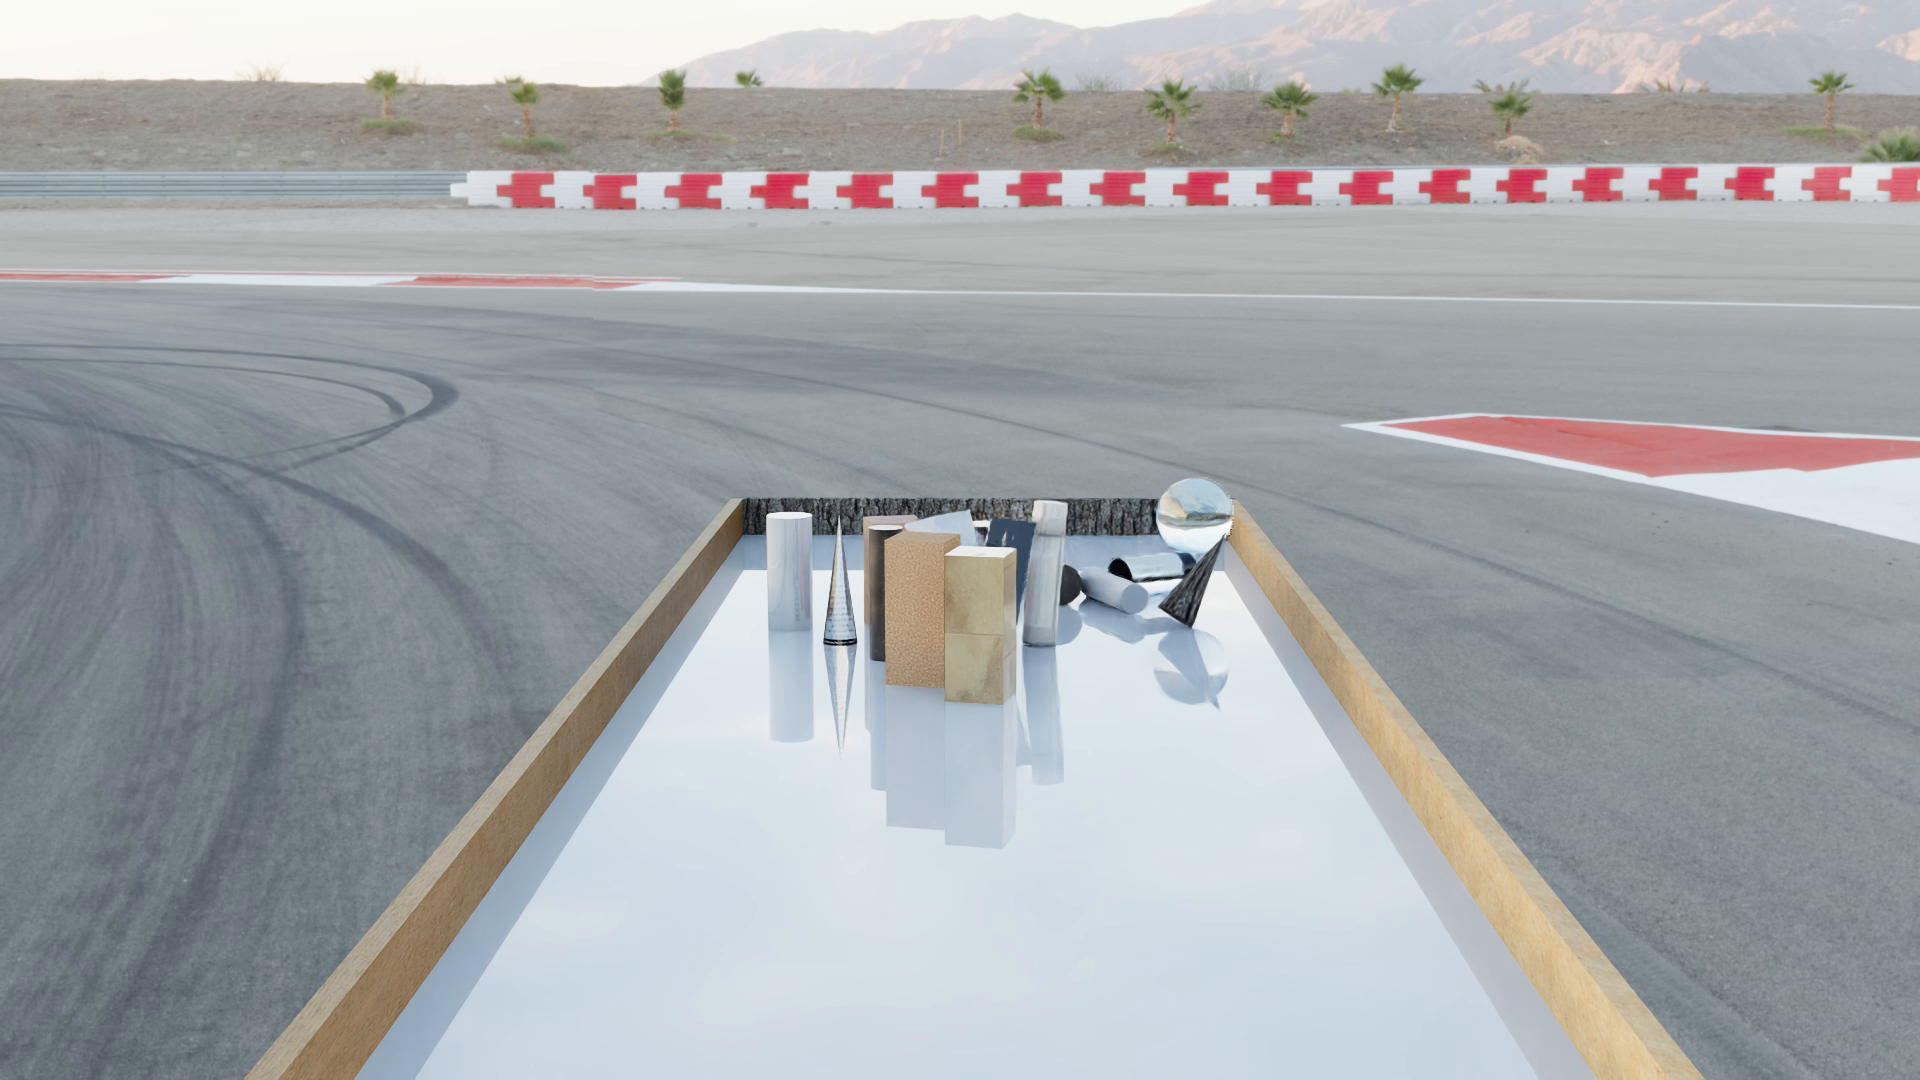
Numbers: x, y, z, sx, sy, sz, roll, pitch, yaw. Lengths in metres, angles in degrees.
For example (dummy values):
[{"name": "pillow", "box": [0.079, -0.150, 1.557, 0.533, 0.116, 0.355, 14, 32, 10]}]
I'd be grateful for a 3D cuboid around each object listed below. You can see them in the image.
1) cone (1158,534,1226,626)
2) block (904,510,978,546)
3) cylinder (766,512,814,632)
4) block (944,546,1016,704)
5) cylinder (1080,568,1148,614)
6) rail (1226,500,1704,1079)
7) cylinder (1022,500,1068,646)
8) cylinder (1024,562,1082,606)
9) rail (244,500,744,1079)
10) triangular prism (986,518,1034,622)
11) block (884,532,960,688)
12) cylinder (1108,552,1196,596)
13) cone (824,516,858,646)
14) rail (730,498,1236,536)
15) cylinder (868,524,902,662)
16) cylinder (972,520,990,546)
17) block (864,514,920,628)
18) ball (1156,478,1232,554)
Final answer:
[{"name": "cone", "box": [0.788, 0.113, 7.204, 0.132, 0.323, 0.132, 31, -4, 3]}, {"name": "block", "box": [-0.025, 0.129, 6.791, 0.147, 0.409, 0.147, -11, -3, -39]}, {"name": "cylinder", "box": [-0.555, 0.103, 7.177, 0.149, 0.370, 0.149, 0, 9, 0]}, {"name": "block", "box": [0.059, 0.237, 6.184, 0.168, 0.416, 0.168, 2, 9, 14]}, {"name": "cylinder", "box": [0.526, 0.173, 7.584, 0.104, 0.104, 0.356, -3, 10, -20]}, {"name": "rail", "box": [1.046, 0.843, 3.208, 0.050, 0.150, 12.000, 0, 9, 1]}, {"name": "cylinder", "box": [0.266, 0.102, 6.914, 0.107, 0.445, 0.107, 5, 5, 0]}, {"name": "cylinder", "box": [0.301, 0.125, 7.777, 0.140, 0.140, 0.415, -2, 9, -15]}, {"name": "rail", "box": [-1.004, 0.839, 3.234, 0.050, 0.150, 12.000, 0, 9, 1]}, {"name": "triangular prism", "box": [0.112, 0.133, 6.763, 0.121, 0.452, 0.140, 25, -39, -17]}, {"name": "block", "box": [-0.107, 0.200, 6.394, 0.177, 0.424, 0.177, 3, 9, 16]}, {"name": "cylinder", "box": [0.681, 0.122, 7.779, 0.303, 0.142, 0.142, -6, 11, -35]}, {"name": "cone", "box": [-0.379, 0.122, 6.933, 0.111, 0.409, 0.111, 0, 9, 0]}, {"name": "rail", "box": [0.099, -0.098, 9.147, 2.100, 0.150, 0.050, 0, 9, 1]}, {"name": "cylinder", "box": [-0.225, 0.162, 6.696, 0.103, 0.405, 0.103, 0, 9, 0]}, {"name": "cylinder", "box": [0.097, 0.115, 7.196, 0.146, 0.340, 0.146, 0, 9, 0]}, {"name": "block", "box": [-0.215, 0.108, 7.192, 0.170, 0.355, 0.170, -2, 9, -14]}, {"name": "ball", "box": [0.831, -0.084, 7.800, 0.270, 0.270, 0.270, 0, 9, 0]}]
